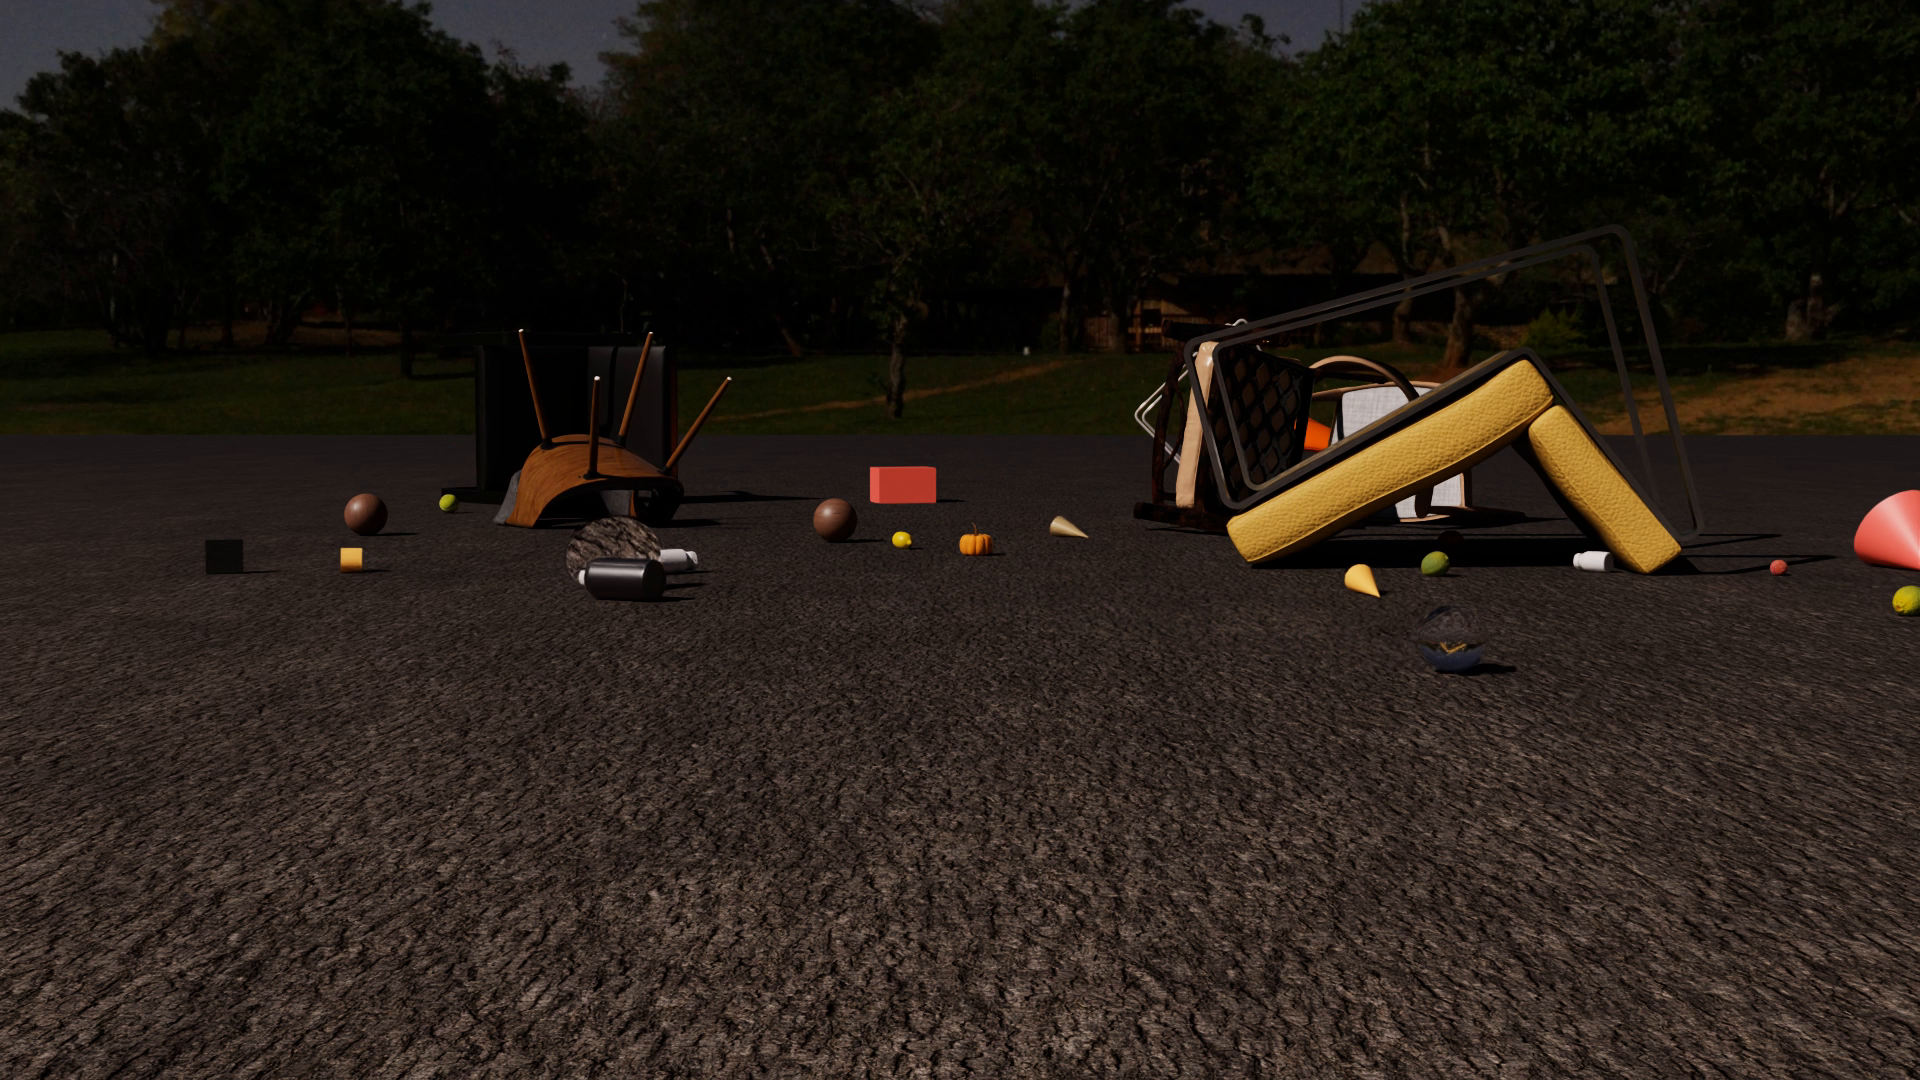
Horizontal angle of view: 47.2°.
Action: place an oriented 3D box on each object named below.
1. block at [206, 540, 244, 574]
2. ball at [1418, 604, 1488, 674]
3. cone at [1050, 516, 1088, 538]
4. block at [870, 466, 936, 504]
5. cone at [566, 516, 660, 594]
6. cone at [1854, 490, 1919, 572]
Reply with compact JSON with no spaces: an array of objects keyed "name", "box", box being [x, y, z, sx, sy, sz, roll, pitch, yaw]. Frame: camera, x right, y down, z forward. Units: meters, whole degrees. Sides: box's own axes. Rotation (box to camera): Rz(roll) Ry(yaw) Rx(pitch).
[{"name":"block","box":[-1.789,0.041,5.351,0.086,0.082,0.032,-1,4,-17]},{"name":"ball","box":[0.779,0.156,3.479,0.109,0.109,0.109,0,4,0]},{"name":"cone","box":[0.345,-0.024,6.661,0.129,0.066,0.074,21,20,37]},{"name":"block","box":[-0.227,-0.220,8.745,0.230,0.137,0.169,-1,4,-14]},{"name":"cone","box":[-0.787,0.070,4.943,0.194,0.121,0.232,33,50,10]},{"name":"cone","box":[2.367,0.026,5.457,0.184,0.229,0.217,26,25,-19]}]
